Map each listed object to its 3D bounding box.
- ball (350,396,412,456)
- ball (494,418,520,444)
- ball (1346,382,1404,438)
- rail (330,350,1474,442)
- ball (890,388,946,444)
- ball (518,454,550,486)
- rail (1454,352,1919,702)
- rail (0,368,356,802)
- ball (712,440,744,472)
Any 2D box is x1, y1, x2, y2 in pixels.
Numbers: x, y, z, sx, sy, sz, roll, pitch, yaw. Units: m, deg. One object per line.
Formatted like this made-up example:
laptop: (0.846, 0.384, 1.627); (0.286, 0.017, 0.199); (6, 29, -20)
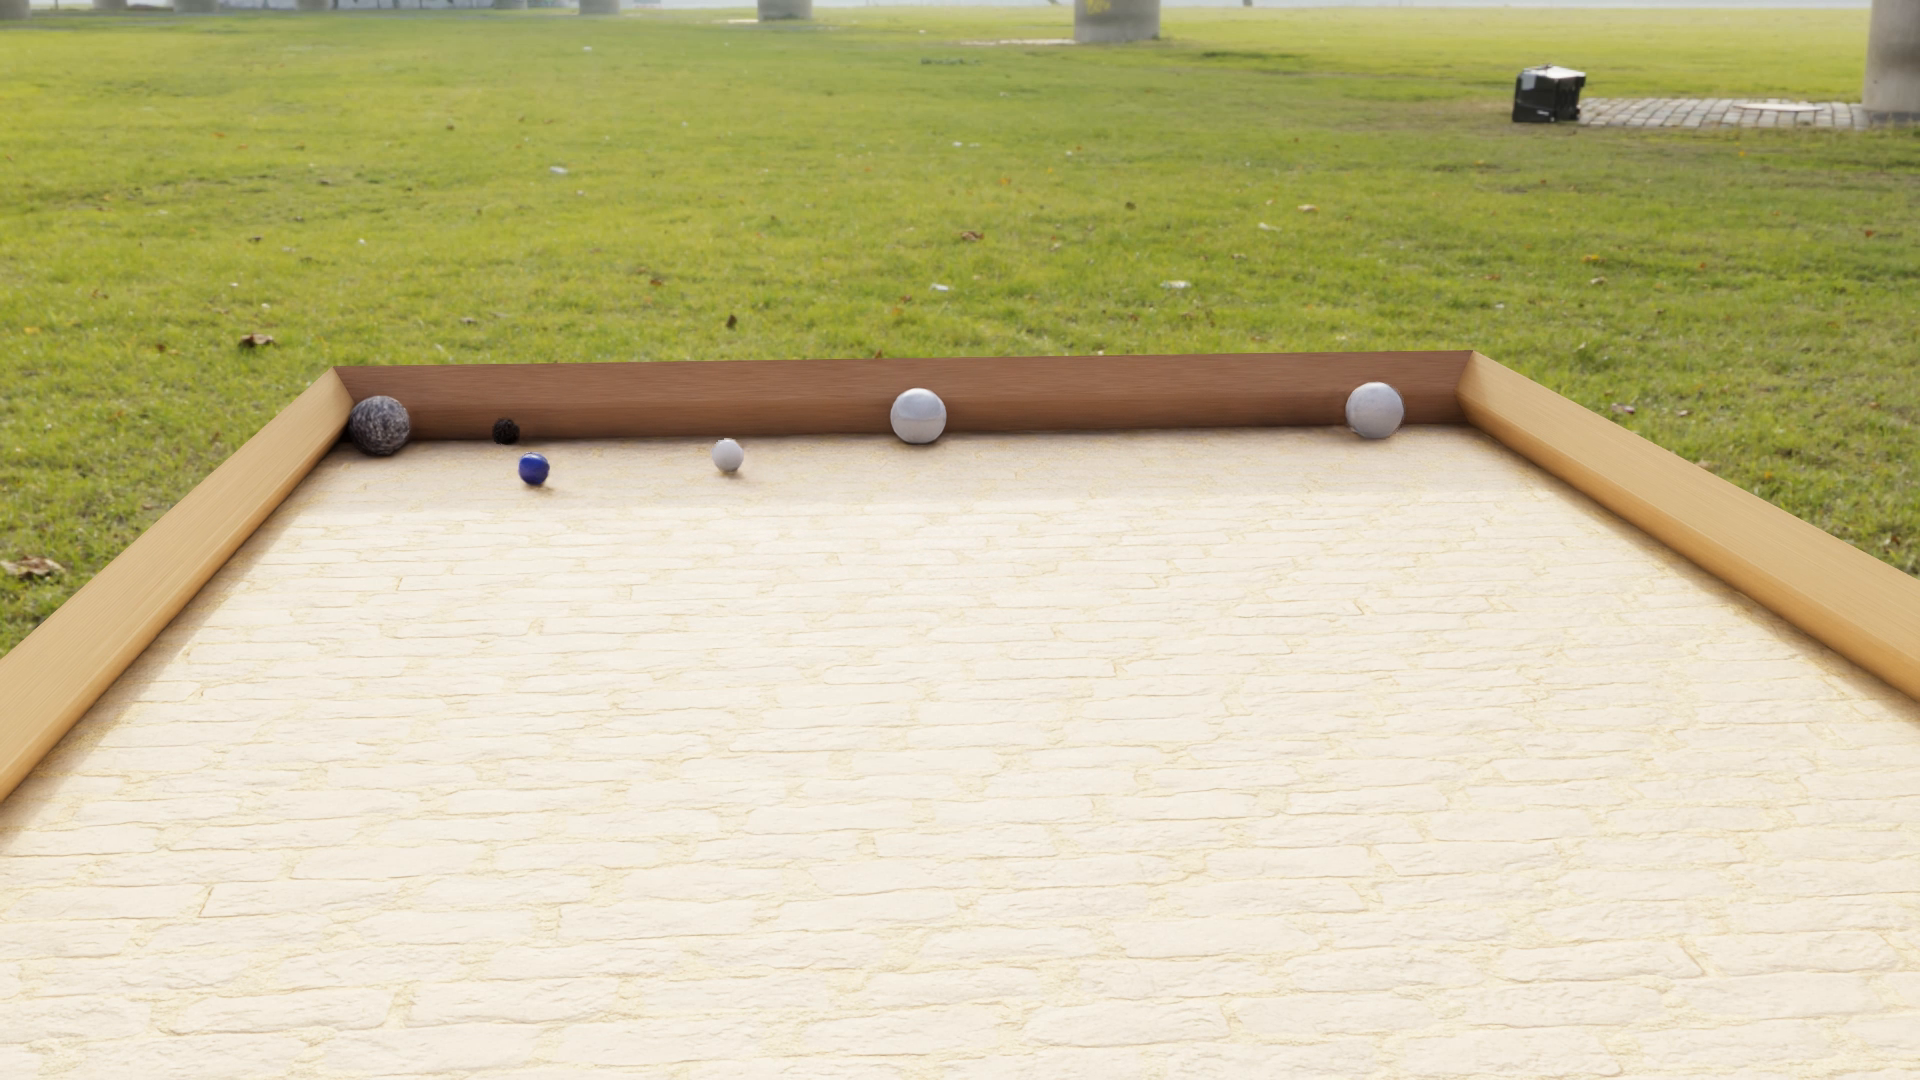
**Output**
ball: (-0.935, -0.185, 3.547); (0.097, 0.097, 0.097); (0, 14, 0)
ball: (-0.748, -0.179, 3.632); (0.043, 0.043, 0.043); (0, 14, 0)
ball: (0.693, -0.217, 3.677); (0.095, 0.095, 0.095); (0, 14, 0)
rail: (-0.074, -0.239, 3.699); (1.930, 0.126, 0.045); (-1, 14, -5)
ball: (-0.069, -0.205, 3.632); (0.093, 0.093, 0.093); (0, 14, 0)
ball: (-0.648, -0.107, 3.338); (0.048, 0.048, 0.048); (0, 14, 0)
rail: (1.013, 0.165, 2.099); (0.045, 0.126, 3.521); (-1, 14, -5)
rail: (-0.862, 0.205, 1.943); (0.045, 0.126, 3.521); (-1, 14, -5)
ball: (-0.362, -0.130, 3.425); (0.050, 0.050, 0.050); (0, 14, 0)
